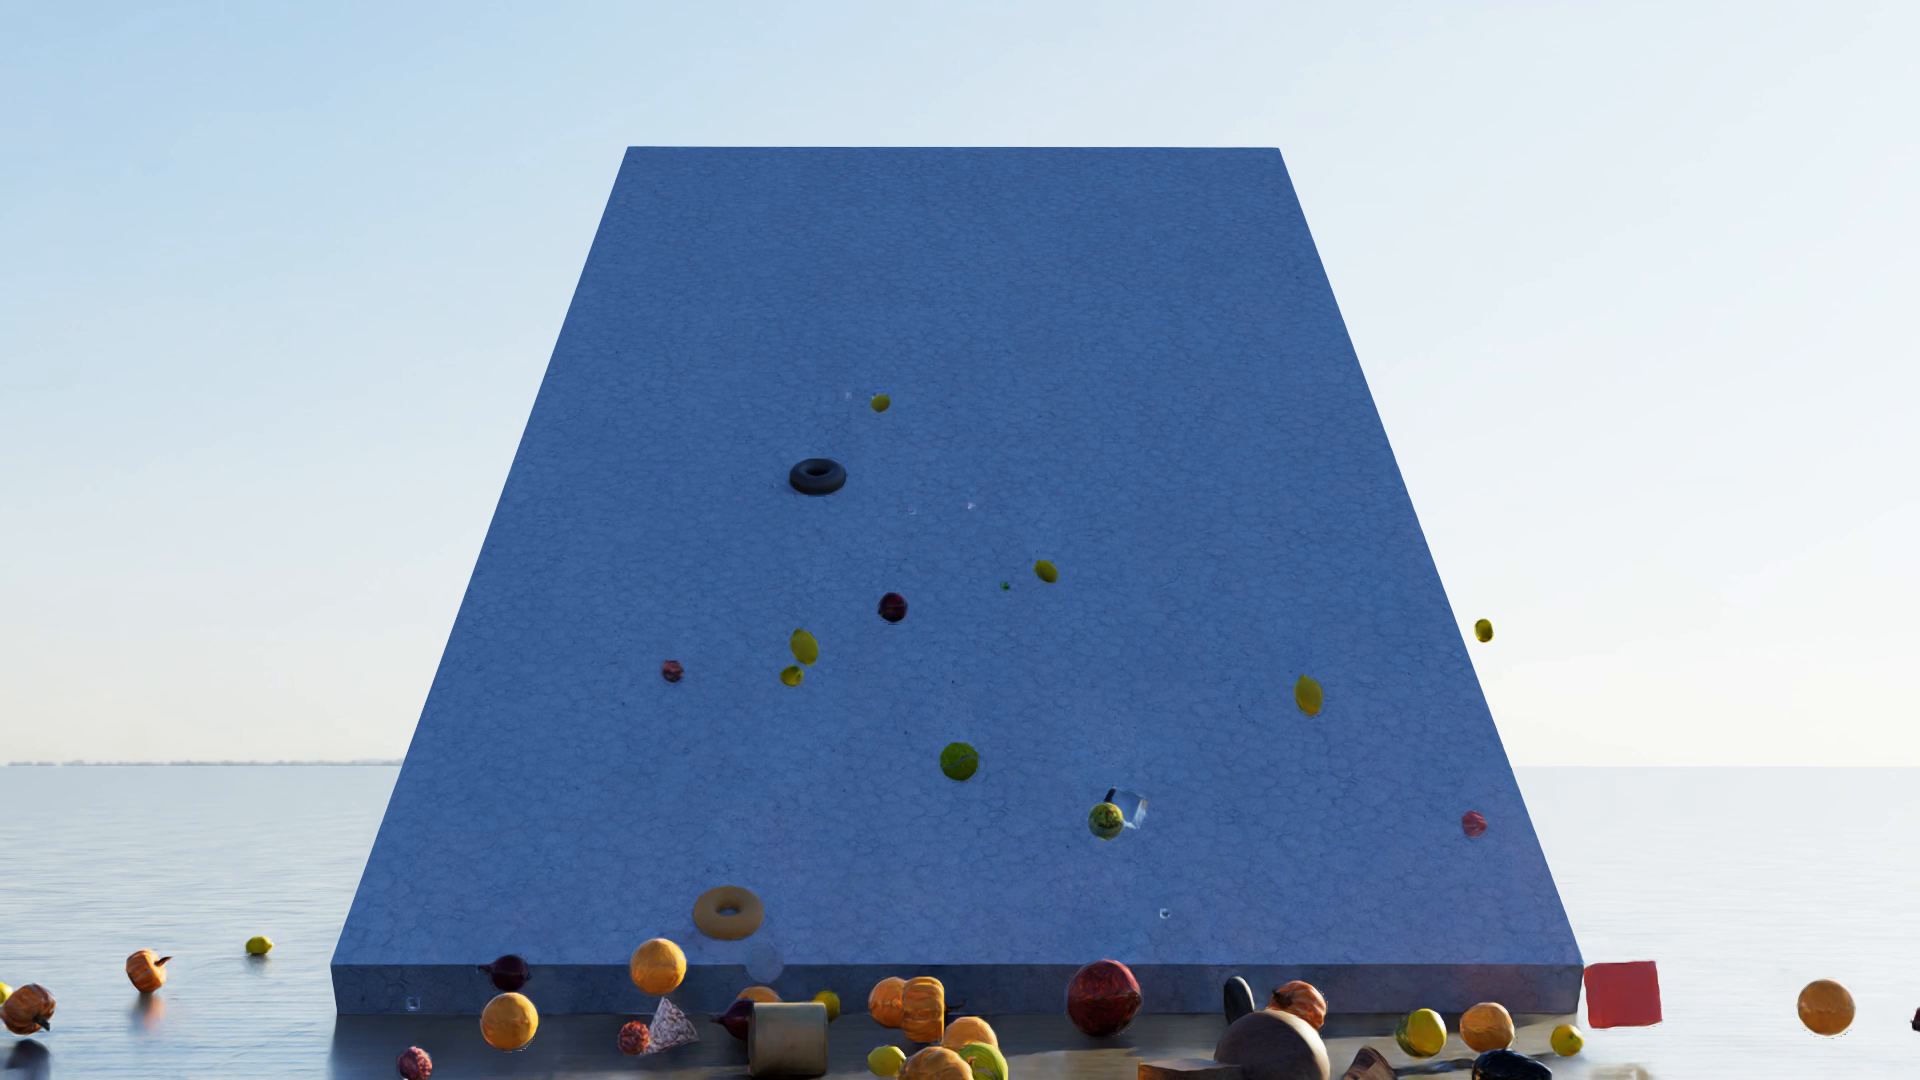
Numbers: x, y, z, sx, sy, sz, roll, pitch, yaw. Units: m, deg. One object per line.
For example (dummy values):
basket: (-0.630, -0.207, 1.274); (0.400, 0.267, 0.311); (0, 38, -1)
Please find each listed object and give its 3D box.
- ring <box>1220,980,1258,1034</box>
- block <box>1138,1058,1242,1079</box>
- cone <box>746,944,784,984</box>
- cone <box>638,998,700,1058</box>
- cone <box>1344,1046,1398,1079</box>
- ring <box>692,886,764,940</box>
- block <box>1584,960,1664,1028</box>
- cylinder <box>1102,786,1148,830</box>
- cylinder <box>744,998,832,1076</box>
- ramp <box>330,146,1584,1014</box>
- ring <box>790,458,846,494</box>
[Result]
ring: (0.410, 0.686, 3.510); (0.029, 0.087, 0.087); (-27, -7, 1)
block: (0.248, 0.606, 2.574); (0.080, 0.080, 0.080); (4, -6, -34)
cone: (-0.310, 0.666, 3.790); (0.062, 0.062, 0.062); (1, 2, -6)
cone: (-0.412, 0.684, 3.277); (0.078, 0.078, 0.078); (-41, 12, -22)
cone: (0.458, 0.646, 2.778); (0.085, 0.085, 0.085); (-26, 3, -18)
ring: (-0.377, 0.607, 3.889); (0.117, 0.039, 0.117); (3, 30, -2)
block: (0.945, 0.649, 3.405); (0.085, 0.085, 0.085); (-3, -16, 1)
cylinder: (0.285, 0.464, 4.129); (0.060, 0.060, 0.060); (16, 1, 23)
cylinder: (-0.224, 0.648, 3.104); (0.093, 0.093, 0.093); (10, -8, -15)
ramp: (-0.011, -0.222, 5.591); (2.000, 0.100, 4.000); (0, 28, 0)
ring: (-0.315, -0.141, 5.287); (0.129, 0.043, 0.129); (0, 30, 0)
